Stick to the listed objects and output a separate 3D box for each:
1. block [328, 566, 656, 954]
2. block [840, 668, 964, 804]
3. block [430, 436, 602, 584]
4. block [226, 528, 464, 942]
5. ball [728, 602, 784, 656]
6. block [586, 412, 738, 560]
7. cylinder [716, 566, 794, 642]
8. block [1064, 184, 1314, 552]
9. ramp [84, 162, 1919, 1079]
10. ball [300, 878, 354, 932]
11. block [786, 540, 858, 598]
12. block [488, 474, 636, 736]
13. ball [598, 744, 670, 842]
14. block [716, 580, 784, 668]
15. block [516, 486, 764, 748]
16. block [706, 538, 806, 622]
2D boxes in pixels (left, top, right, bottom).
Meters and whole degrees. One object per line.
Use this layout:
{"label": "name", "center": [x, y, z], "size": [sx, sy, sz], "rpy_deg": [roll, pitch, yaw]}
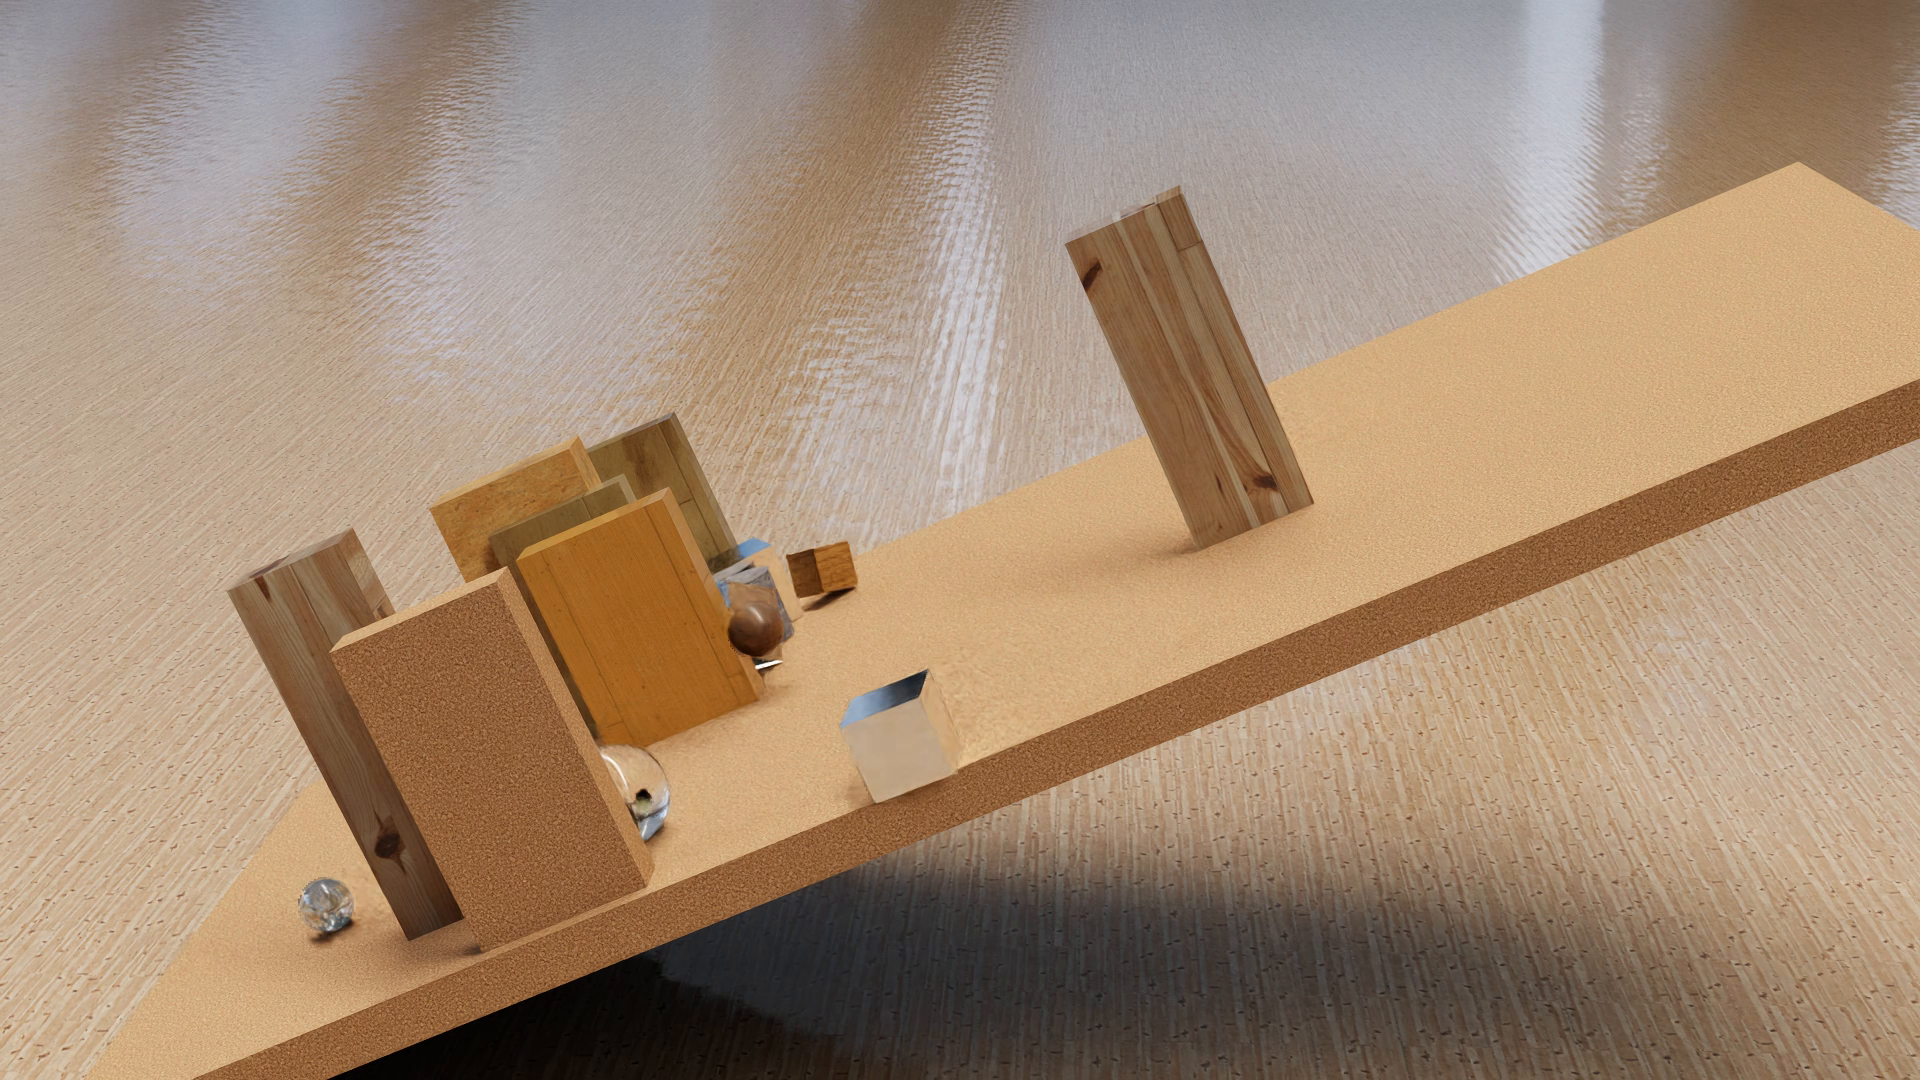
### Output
{"label": "block", "center": [-0.863, 0.411, 5.460], "size": [0.342, 0.639, 0.107], "rpy_deg": [-23, 13, 8]}
{"label": "block", "center": [-0.105, 0.358, 5.372], "size": [0.158, 0.158, 0.158], "rpy_deg": [-22, 13, 12]}
{"label": "block", "center": [-0.910, 0.122, 6.759], "size": [0.353, 0.623, 0.134], "rpy_deg": [-23, 13, 8]}
{"label": "block", "center": [-1.132, 0.383, 5.749], "size": [0.240, 0.780, 0.120], "rpy_deg": [-23, 13, 8]}
{"label": "ball", "center": [-0.440, 0.193, 6.363], "size": [0.120, 0.120, 0.120], "rpy_deg": [0, 15, 0]}
{"label": "block", "center": [-0.733, 0.002, 7.118], "size": [0.335, 0.536, 0.080], "rpy_deg": [-23, 13, 8]}
{"label": "cylinder", "center": [-0.490, 0.169, 6.822], "size": [0.163, 0.163, 0.163], "rpy_deg": [-21, 12, 5]}
{"label": "block", "center": [0.466, -0.347, 5.961], "size": [0.254, 0.688, 0.122], "rpy_deg": [-23, 13, 8]}
{"label": "ramp", "center": [0.131, 0.170, 6.285], "size": [4.000, 0.100, 2.000], "rpy_deg": [-23, 13, 8]}
{"label": "ball", "center": [-1.312, 0.757, 6.097], "size": [0.109, 0.109, 0.109], "rpy_deg": [0, 15, 0]}
{"label": "block", "center": [-0.328, 0.071, 6.992], "size": [0.107, 0.107, 0.107], "rpy_deg": [-13, 0, -41]}
{"label": "block", "center": [-0.805, 0.153, 6.679], "size": [0.329, 0.518, 0.080], "rpy_deg": [-23, 13, 8]}
{"label": "ball", "center": [-0.667, 0.499, 5.730], "size": [0.205, 0.205, 0.205], "rpy_deg": [0, 15, 0]}
{"label": "block", "center": [-0.525, 0.201, 6.614], "size": [0.169, 0.169, 0.169], "rpy_deg": [-16, -16, 33]}
{"label": "block", "center": [-0.694, 0.183, 6.413], "size": [0.351, 0.491, 0.110], "rpy_deg": [-23, 13, 8]}
{"label": "block", "center": [-0.512, 0.127, 6.995], "size": [0.187, 0.187, 0.187], "rpy_deg": [-27, 13, -12]}
